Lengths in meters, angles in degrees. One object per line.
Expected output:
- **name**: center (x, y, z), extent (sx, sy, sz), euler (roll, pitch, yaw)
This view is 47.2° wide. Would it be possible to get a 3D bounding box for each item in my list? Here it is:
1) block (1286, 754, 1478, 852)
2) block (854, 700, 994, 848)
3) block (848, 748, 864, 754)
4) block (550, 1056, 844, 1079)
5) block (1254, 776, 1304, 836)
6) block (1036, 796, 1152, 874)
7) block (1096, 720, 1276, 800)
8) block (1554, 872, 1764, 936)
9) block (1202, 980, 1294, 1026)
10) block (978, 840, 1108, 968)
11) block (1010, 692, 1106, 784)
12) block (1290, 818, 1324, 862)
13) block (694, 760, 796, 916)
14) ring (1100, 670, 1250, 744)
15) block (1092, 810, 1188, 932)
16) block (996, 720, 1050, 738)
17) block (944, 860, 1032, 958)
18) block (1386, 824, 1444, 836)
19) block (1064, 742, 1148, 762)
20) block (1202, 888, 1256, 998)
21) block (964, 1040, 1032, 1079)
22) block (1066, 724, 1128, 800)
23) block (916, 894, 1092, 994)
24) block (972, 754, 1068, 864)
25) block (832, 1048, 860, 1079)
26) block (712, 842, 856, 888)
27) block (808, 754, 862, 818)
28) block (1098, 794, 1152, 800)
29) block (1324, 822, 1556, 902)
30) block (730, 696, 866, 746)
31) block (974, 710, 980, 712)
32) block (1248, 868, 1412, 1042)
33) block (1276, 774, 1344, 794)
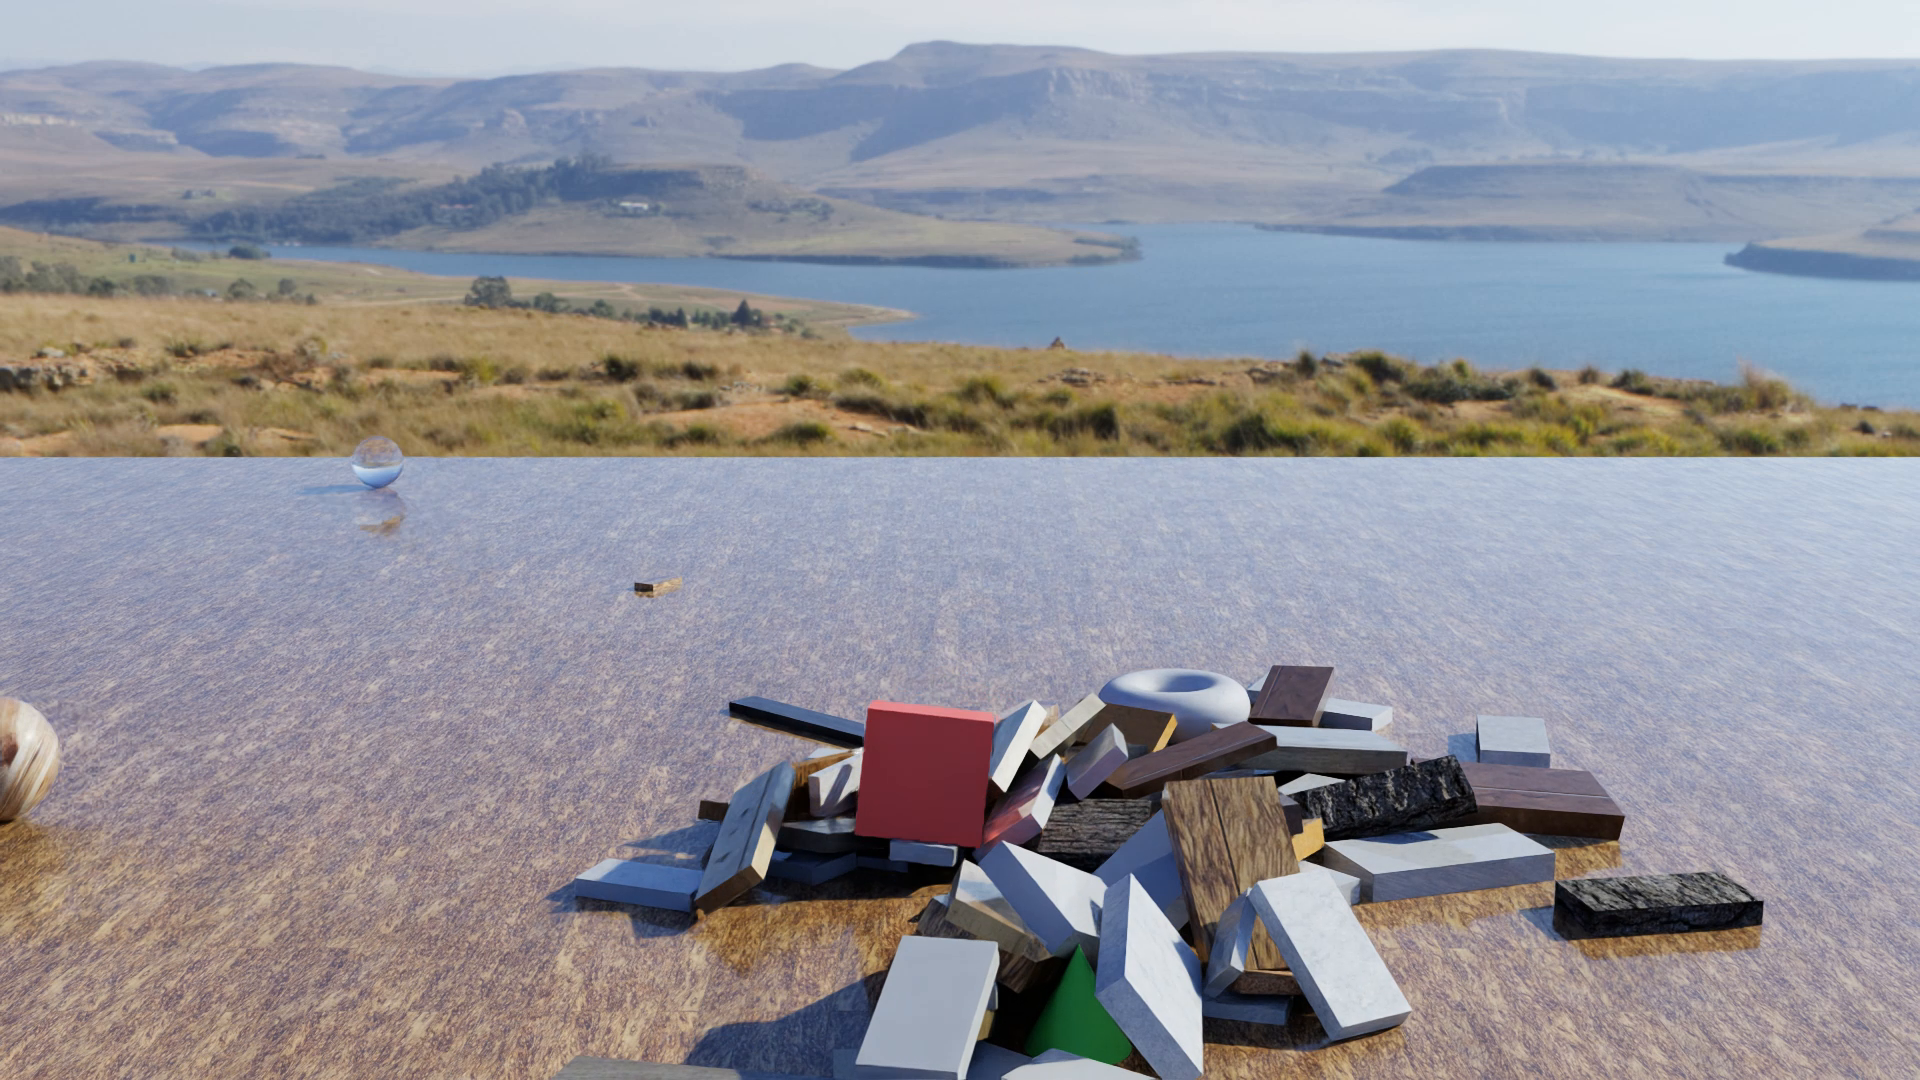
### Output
- **block**: center (0.730, 0.469, 3.886), extent (0.335, 0.041, 0.144), euler (-14, 22, 4)
- **block**: center (-0.061, 0.403, 3.819), extent (0.215, 0.215, 0.215), euler (6, -1, 0)
- **block**: center (-0.122, 0.417, 4.353), extent (0.086, 0.024, 0.345), euler (-33, -17, 38)
- **block**: center (-0.230, 0.712, 2.737), extent (0.642, 0.036, 0.126), euler (-1, 16, 22)
- **block**: center (0.473, 0.476, 3.862), extent (0.175, 0.050, 0.416), euler (-9, 0, -2)
- **block**: center (0.235, 0.514, 3.785), extent (0.173, 0.049, 0.394), euler (1, 7, 7)
- **block**: center (0.425, 0.417, 4.145), extent (0.363, 0.027, 0.097), euler (-15, 21, -29)
- **block**: center (1.132, 0.588, 3.567), extent (0.288, 0.041, 0.144), euler (-2, 11, -10)
- **block**: center (0.399, 0.669, 3.184), extent (0.155, 0.022, 0.077), euler (3, 11, 17)
- **block**: center (0.168, 0.541, 3.179), extent (0.172, 0.049, 0.345), euler (48, 8, 31)
- **block**: center (0.175, 0.396, 4.249), extent (0.037, 0.129, 0.258), euler (44, 37, 10)
- **block**: center (0.466, 0.528, 3.681), extent (0.172, 0.049, 0.345), euler (-8, 0, 30)
- **block**: center (-0.358, 0.496, 3.706), extent (0.117, 0.033, 0.389), euler (-34, 14, 14)
- **ring**: center (0.451, 0.352, 4.660), extent (0.326, 0.109, 0.326), euler (-1, 10, 0)
- **block**: center (0.323, 0.528, 3.482), extent (0.175, 0.050, 0.351), euler (10, 39, 47)
- **block**: center (0.058, 0.431, 4.289), extent (0.121, 0.034, 0.303), euler (6, 22, 32)
- **block**: center (0.043, 0.517, 3.099), extent (0.116, 0.033, 0.231), euler (27, 6, 1)
- **block**: center (0.846, 0.491, 4.066), extent (0.444, 0.049, 0.173), euler (-8, 13, -37)
- **block**: center (0.285, 0.421, 4.308), extent (0.121, 0.034, 0.242), euler (-4, -3, -7)
- **block**: center (0.395, 0.585, 3.200), extent (0.022, 0.077, 0.155), euler (31, 40, -6)
- **block**: center (0.170, 0.733, 2.807), extent (0.526, 0.033, 0.116), euler (9, 14, 39)
- **block**: center (0.252, 0.408, 4.059), extent (0.117, 0.033, 0.234), euler (-42, 2, 5)
- **block**: center (0.081, 0.572, 3.195), extent (0.173, 0.049, 0.347), euler (29, 6, 20)
- **block**: center (0.110, 0.484, 3.949), extent (0.129, 0.037, 0.371), euler (-36, 3, 14)
- **block**: center (-0.141, 0.715, 2.951), extent (0.059, 0.017, 0.118), euler (-1, 11, -4)
- **block**: center (-0.305, 0.548, 3.809), extent (0.229, 0.032, 0.114), euler (8, 13, 37)
- **block**: center (-0.223, 0.463, 4.116), extent (0.024, 0.086, 0.172), euler (1, 10, 30)
- **block**: center (0.288, 0.475, 4.135), extent (0.143, 0.020, 0.072), euler (11, 49, 45)
- **block**: center (0.817, 0.549, 3.756), extent (0.347, 0.049, 0.173), euler (-4, 11, -18)
- **block**: center (-0.293, 0.392, 4.678), extent (0.516, 0.021, 0.073), euler (10, 14, 42)
- **block**: center (-0.032, 0.378, 4.298), extent (0.147, 0.021, 0.073), euler (-28, 5, -27)
- **block**: center (0.530, 0.593, 3.164), extent (0.126, 0.036, 0.252), euler (-6, 48, -28)
- **block**: center (0.656, 0.485, 4.160), extent (0.097, 0.027, 0.193), euler (8, 13, 36)
